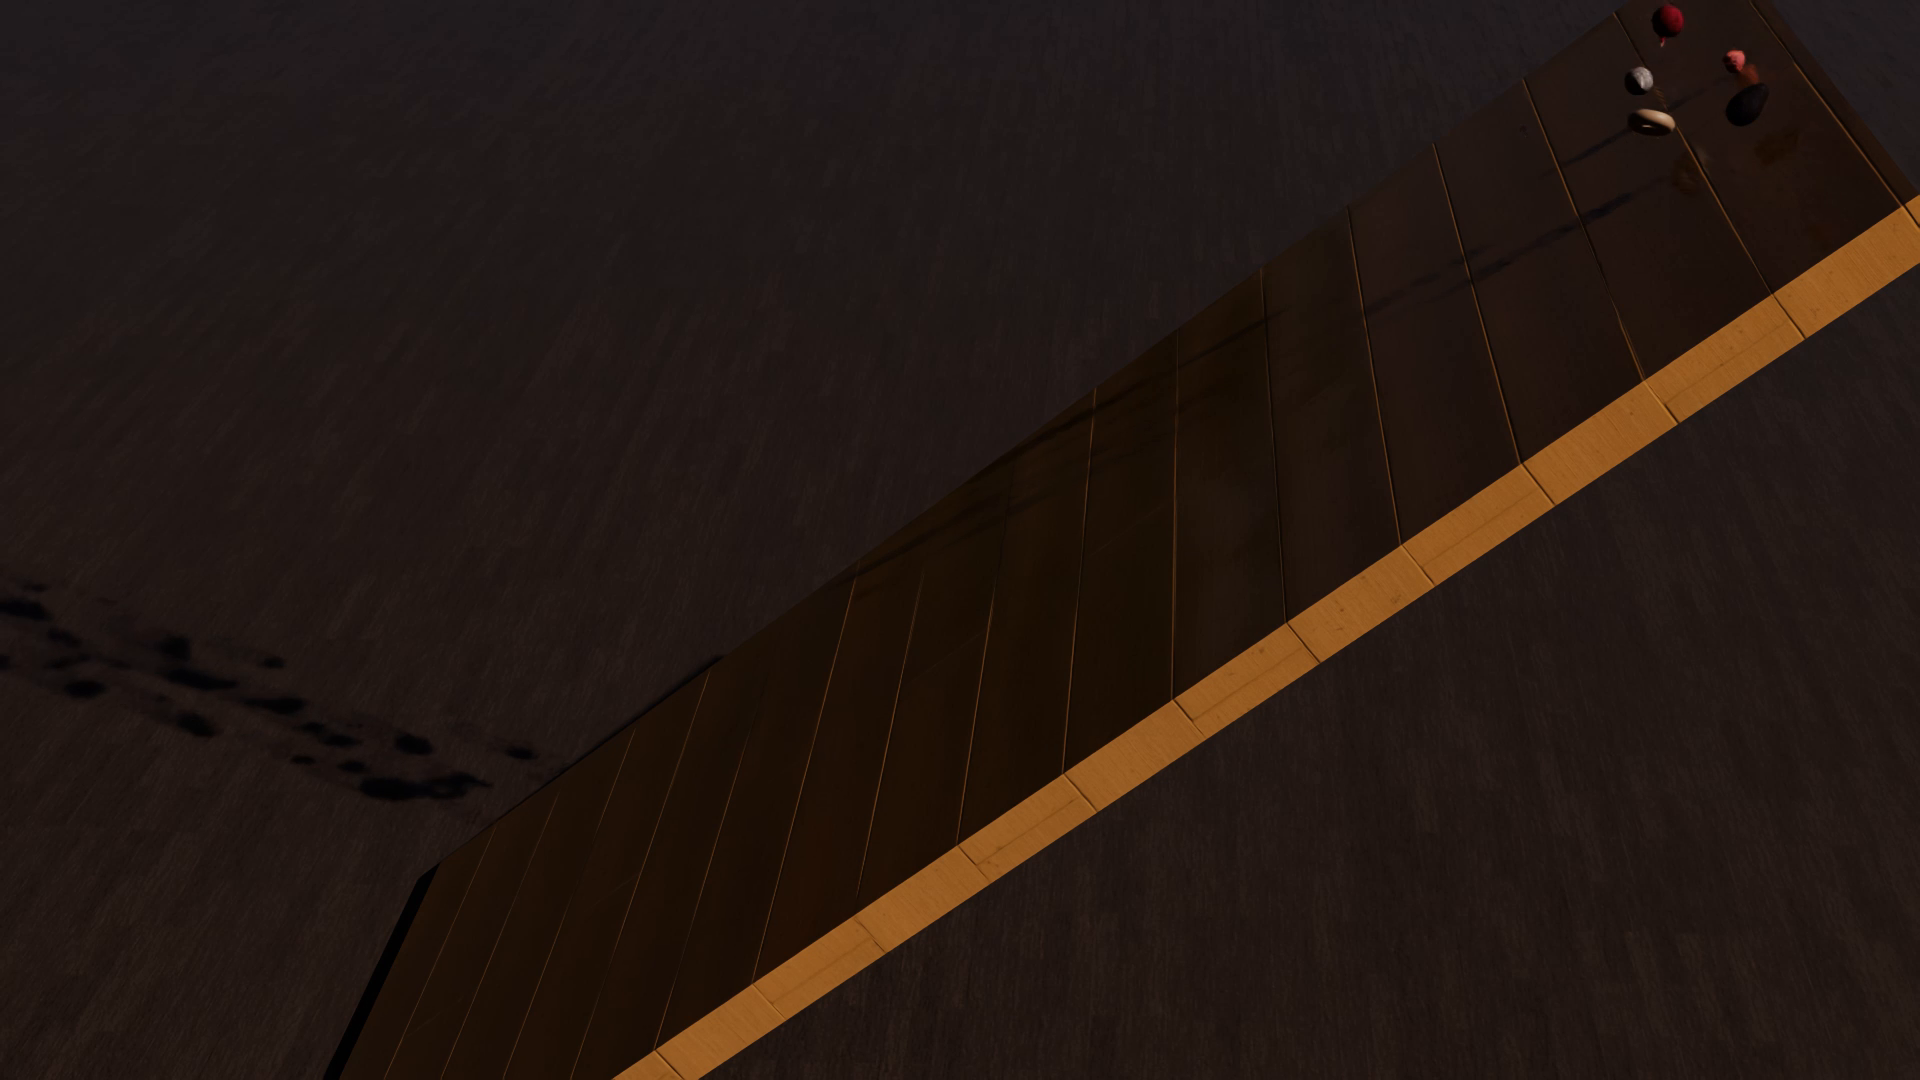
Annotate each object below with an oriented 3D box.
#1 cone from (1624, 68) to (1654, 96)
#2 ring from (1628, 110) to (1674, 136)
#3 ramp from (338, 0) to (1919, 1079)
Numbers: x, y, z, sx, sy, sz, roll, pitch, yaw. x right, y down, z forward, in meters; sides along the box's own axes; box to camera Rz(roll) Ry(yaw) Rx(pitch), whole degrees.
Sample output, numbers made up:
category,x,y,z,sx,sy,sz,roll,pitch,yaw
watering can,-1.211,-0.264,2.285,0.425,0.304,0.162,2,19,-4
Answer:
category,x,y,z,sx,sy,sz,roll,pitch,yaw
cone,1.352,-0.905,5.847,0.057,0.057,0.057,3,23,7
ring,1.348,-0.814,5.740,0.092,0.031,0.092,11,-8,2
ramp,0.122,0.184,6.337,4.000,0.100,2.000,-36,16,18
